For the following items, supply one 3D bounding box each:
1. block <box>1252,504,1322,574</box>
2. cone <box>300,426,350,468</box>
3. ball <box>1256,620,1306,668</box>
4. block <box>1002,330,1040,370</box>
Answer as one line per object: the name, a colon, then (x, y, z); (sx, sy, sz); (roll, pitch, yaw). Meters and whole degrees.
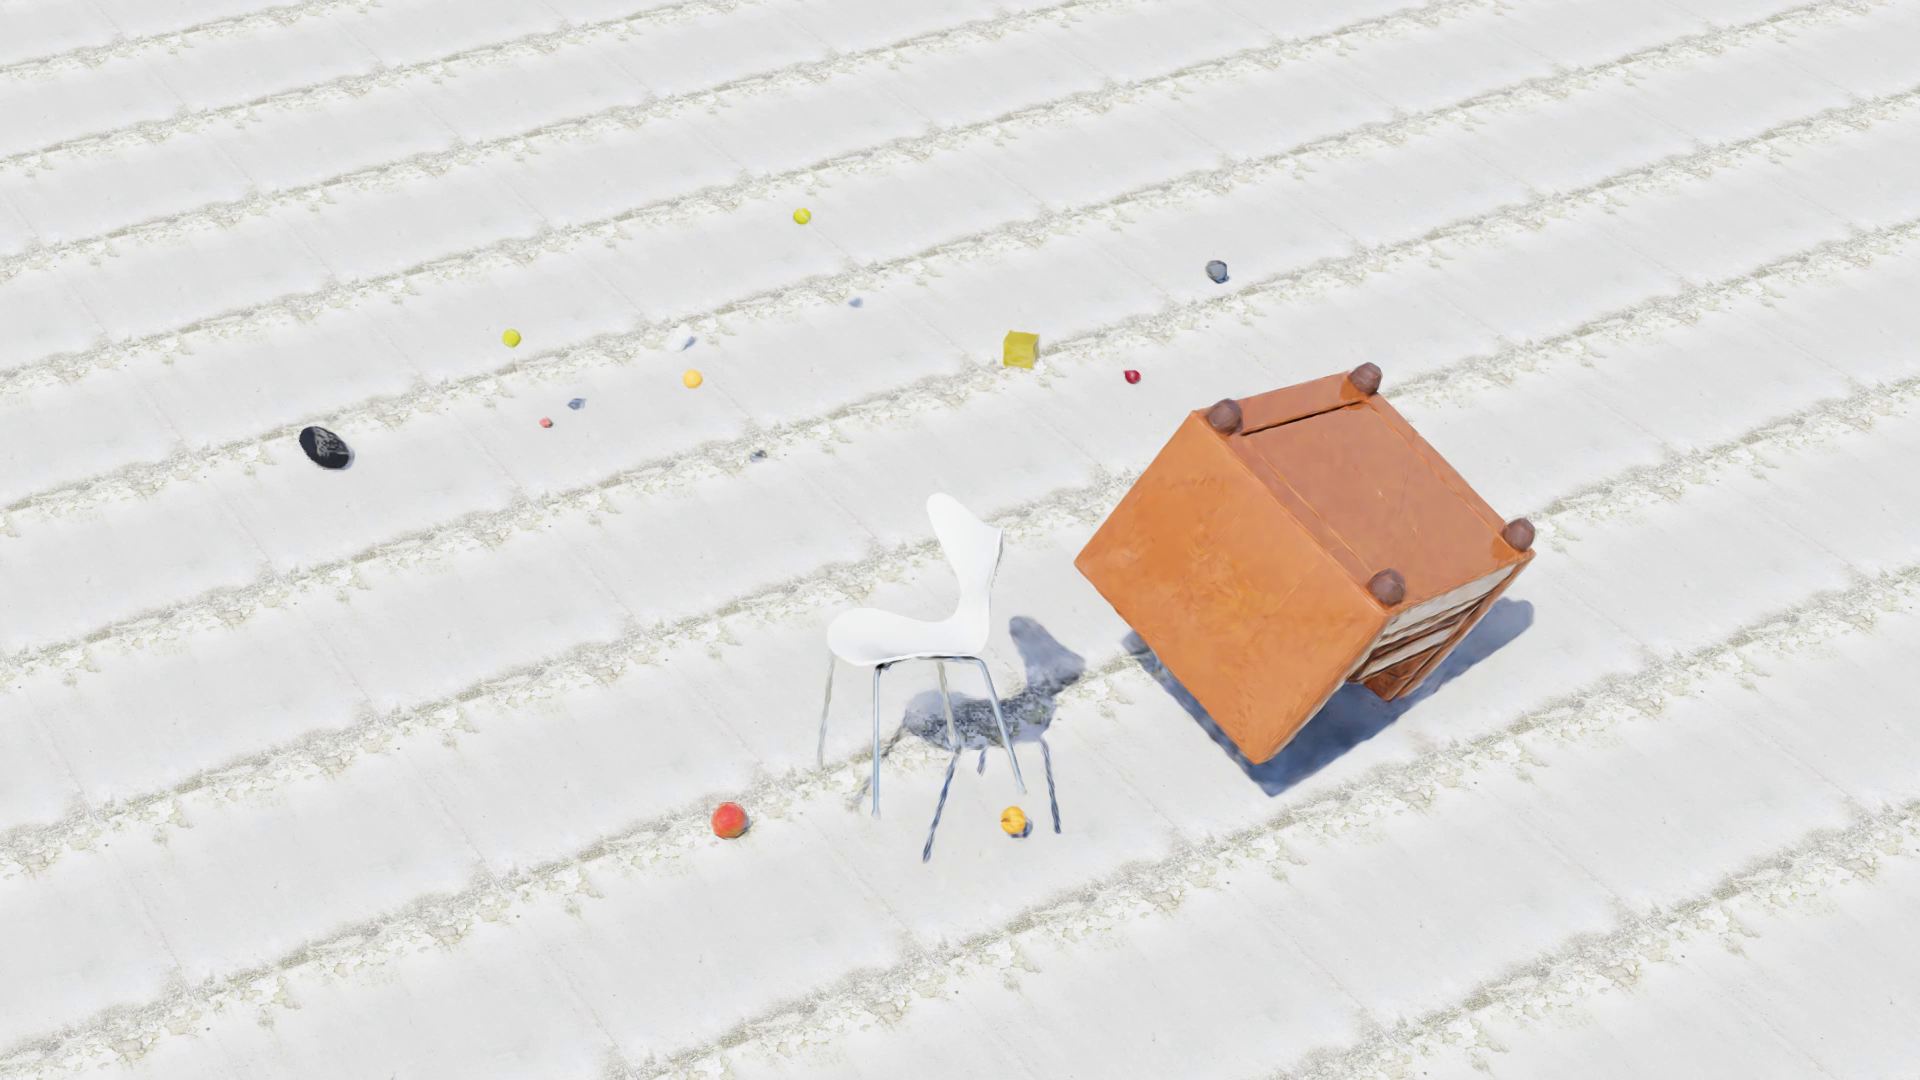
block: (1.190, -0.004, 10.677); (0.190, 0.237, 0.178); (9, 78, 17)
cone: (-2.486, -0.329, 11.353); (0.211, 0.120, 0.172); (34, 46, -16)
ball: (1.120, 0.364, 10.235); (0.173, 0.173, 0.173); (0, 33, 0)
block: (0.250, -0.780, 12.030); (0.126, 0.105, 0.108); (9, 33, 13)
